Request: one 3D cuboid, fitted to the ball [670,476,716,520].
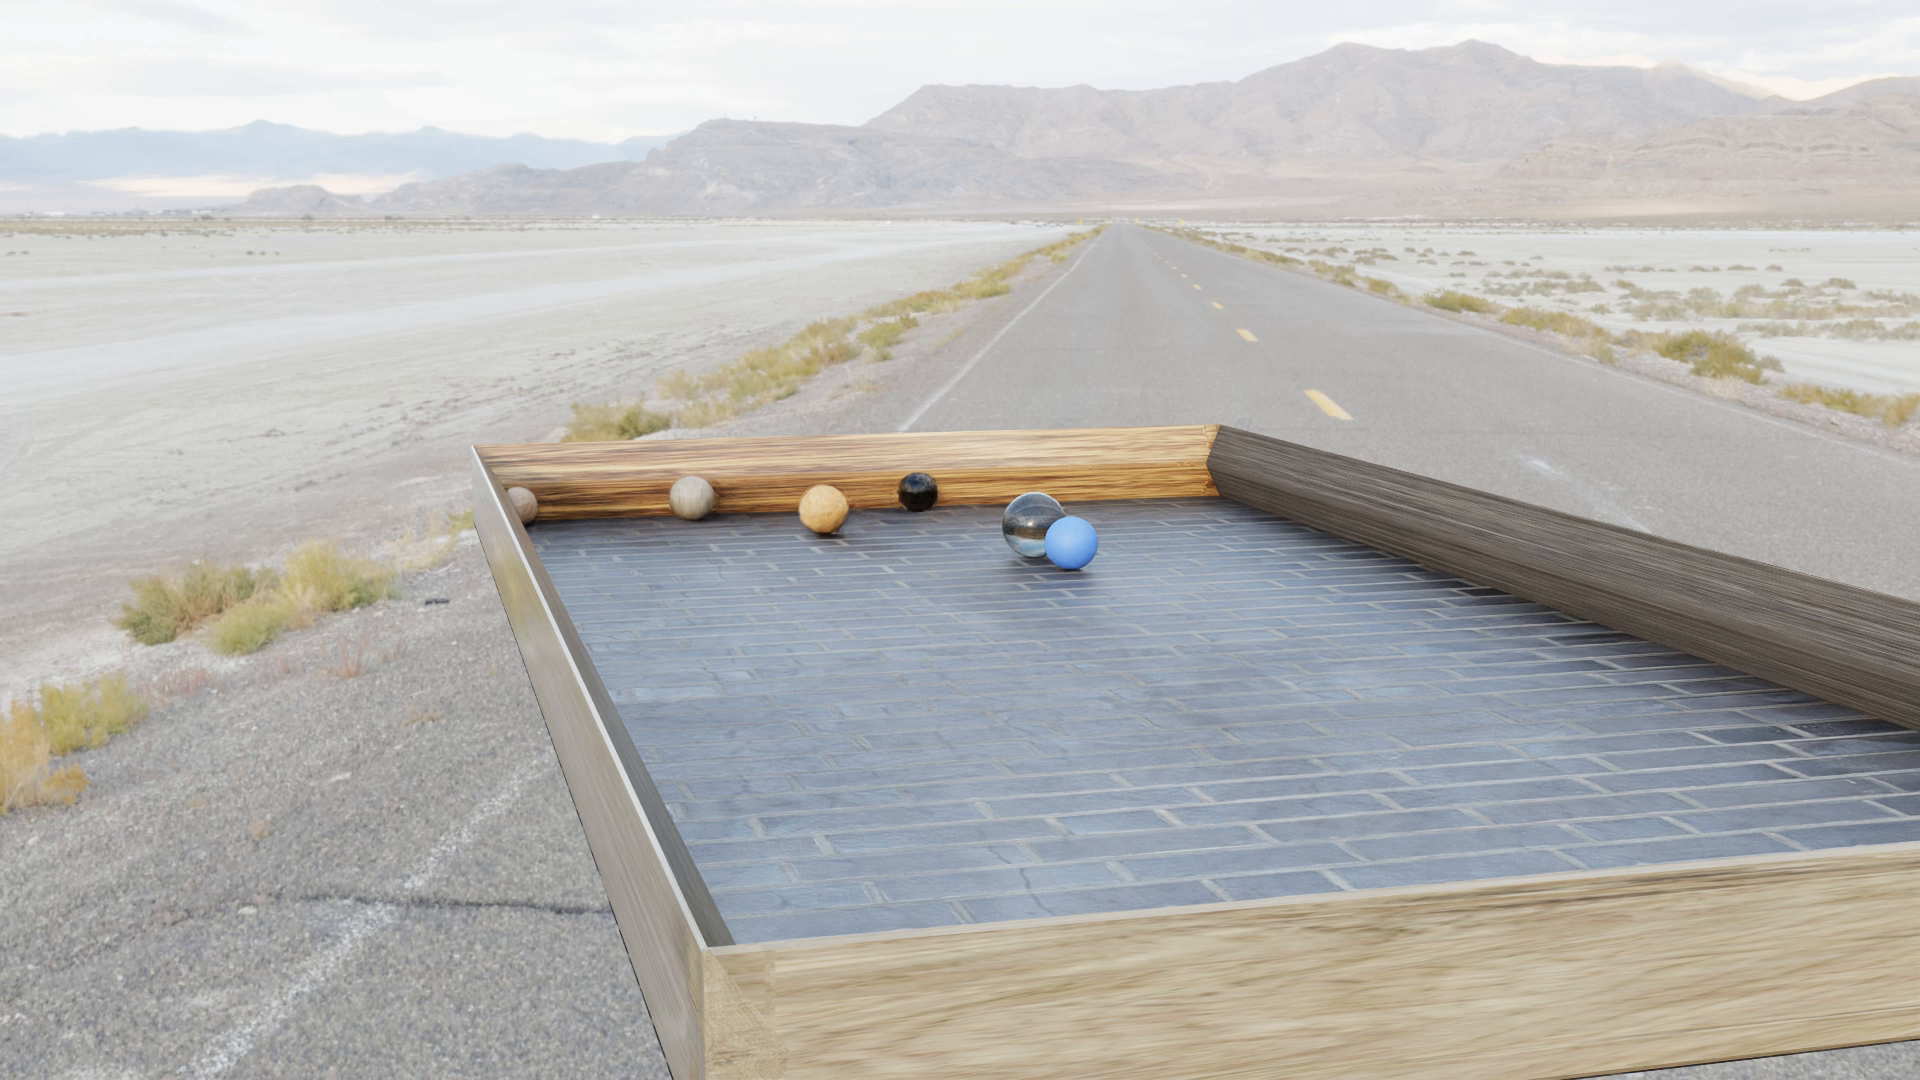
[{"bbox_3d":[-0.448,-0.070,3.681,0.076,0.076,0.076,0,9,0],"label":"ball"}]

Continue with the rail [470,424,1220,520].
[{"bbox_3d":[-0.162,-0.117,3.807,1.332,0.128,0.045,-2,9,-15],"label":"rail"}]

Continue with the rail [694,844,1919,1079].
[{"bbox_3d":[0.500,0.253,1.379,1.332,0.128,0.045,-2,9,-15],"label":"rail"}]

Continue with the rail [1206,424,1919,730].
[{"bbox_3d":[0.789,0.043,2.758,0.045,0.128,2.591,-2,9,-15],"label":"rail"}]

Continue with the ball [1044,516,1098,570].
[{"bbox_3d":[0.161,0.004,3.187,0.078,0.078,0.078,0,9,0],"label":"ball"}]

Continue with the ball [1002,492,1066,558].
[{"bbox_3d":[0.112,-0.022,3.294,0.098,0.098,0.098,0,9,0],"label":"ball"}]

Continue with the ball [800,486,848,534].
[{"bbox_3d":[-0.219,-0.048,3.530,0.079,0.079,0.079,0,9,0],"label":"ball"}]

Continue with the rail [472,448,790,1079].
[{"bbox_3d":[-0.452,0.094,2.427,0.045,0.128,2.591,-2,9,-15],"label":"rail"}]

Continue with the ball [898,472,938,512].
[{"bbox_3d":[-0.073,-0.082,3.787,0.069,0.069,0.069,0,9,0],"label":"ball"}]

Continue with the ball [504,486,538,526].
[{"bbox_3d":[-0.728,-0.055,3.617,0.066,0.066,0.066,0,9,0],"label":"ball"}]
